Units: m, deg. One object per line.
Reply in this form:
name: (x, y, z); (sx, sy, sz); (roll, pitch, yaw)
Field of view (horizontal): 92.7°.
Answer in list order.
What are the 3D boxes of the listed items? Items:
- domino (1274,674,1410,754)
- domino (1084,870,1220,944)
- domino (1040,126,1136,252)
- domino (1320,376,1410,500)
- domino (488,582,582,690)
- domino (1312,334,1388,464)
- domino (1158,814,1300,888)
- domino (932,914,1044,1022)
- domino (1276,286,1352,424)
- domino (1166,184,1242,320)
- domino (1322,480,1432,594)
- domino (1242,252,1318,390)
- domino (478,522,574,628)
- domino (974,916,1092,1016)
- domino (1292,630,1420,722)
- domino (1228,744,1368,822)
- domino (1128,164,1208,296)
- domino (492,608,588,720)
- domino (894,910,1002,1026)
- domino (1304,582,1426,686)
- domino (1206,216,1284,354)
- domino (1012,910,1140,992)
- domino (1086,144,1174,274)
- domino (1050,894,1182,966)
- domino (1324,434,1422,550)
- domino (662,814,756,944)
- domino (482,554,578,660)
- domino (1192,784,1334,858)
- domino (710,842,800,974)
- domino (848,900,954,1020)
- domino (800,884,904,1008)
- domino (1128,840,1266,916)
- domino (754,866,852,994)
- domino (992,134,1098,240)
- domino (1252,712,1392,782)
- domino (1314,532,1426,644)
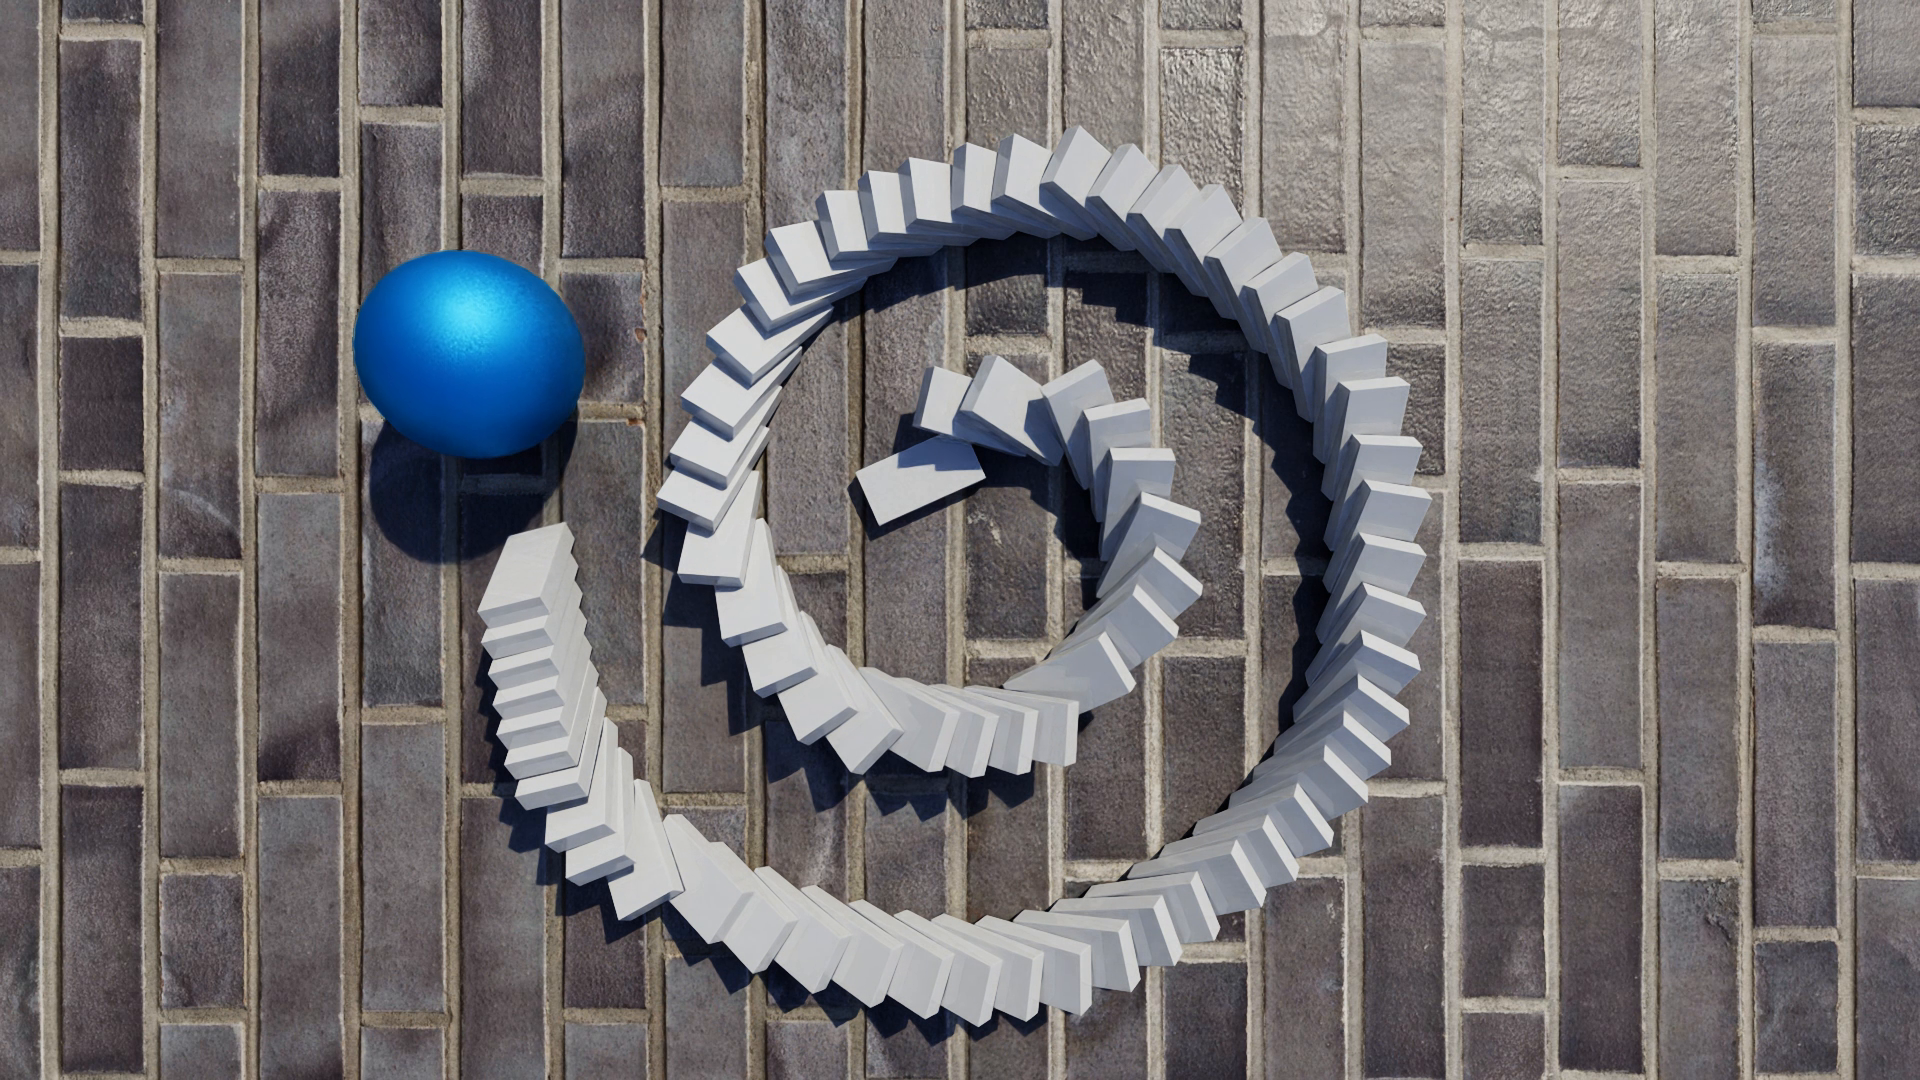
domino: (0.158, 0.080, 0.382); (0.025, 0.010, 0.050); (35, 126, 0)
domino: (0.079, 0.155, 0.383); (0.050, 0.010, 0.025); (-22, 90, 32)
domino: (0.059, -0.145, 0.382); (0.050, 0.009, 0.025); (27, 88, -32)
domino: (0.168, -0.042, 0.382); (0.025, 0.010, 0.050); (-6, 121, -4)
domino: (-0.174, 0.038, 0.377); (0.025, 0.050, 0.010); (-15, 128, 0)
domino: (0.162, -0.058, 0.383); (0.025, 0.009, 0.050); (-12, 121, -1)
domino: (0.111, 0.134, 0.382); (0.050, 0.009, 0.025); (-31, 90, 34)
domino: (0.010, 0.177, 0.382); (0.050, 0.009, 0.025); (6, 90, 34)
domino: (0.150, -0.077, 0.382); (0.025, 0.010, 0.050); (-28, 123, -2)
domino: (0.109, -0.119, 0.382); (0.025, 0.010, 0.050); (-47, 122, -3)
domino: (0.173, 0.001, 0.383); (0.025, 0.009, 0.050); (9, 120, -1)
domino: (0.139, -0.091, 0.383); (0.025, 0.009, 0.050); (-33, 121, 0)
domino: (-0.178, 0.014, 0.377); (0.025, 0.050, 0.010); (-14, 128, 0)
domino: (0.030, 0.176, 0.382); (0.050, 0.009, 0.025); (1, 93, 34)
domino: (0.164, 0.062, 0.381); (0.025, 0.010, 0.050); (24, 126, -1)
domino: (0.140, 0.107, 0.381); (0.025, 0.010, 0.050); (44, 125, -3)
domino: (0.095, -0.128, 0.383); (0.050, 0.010, 0.025); (38, 90, -32)
domino: (-0.172, 0.050, 0.377); (0.025, 0.050, 0.010); (-15, 128, 0)
domino: (-0.008, 0.177, 0.382); (0.050, 0.009, 0.025); (13, 92, 34)
domino: (0.169, 0.044, 0.384); (0.025, 0.010, 0.050); (19, 120, 0)
domino: (0.125, -0.106, 0.383); (0.025, 0.009, 0.050); (-41, 122, -1)
domino: (0.048, 0.170, 0.381); (0.050, 0.009, 0.025); (-10, 93, 35)
domino: (0.078, -0.138, 0.383); (0.050, 0.010, 0.025); (33, 90, -32)
domino: (0.064, 0.163, 0.381); (0.050, 0.009, 0.025); (-19, 92, 36)
domino: (0.172, -0.019, 0.383); (0.025, 0.009, 0.050); (3, 120, 0)
domino: (-0.111, 0.141, 0.385); (0.050, 0.009, 0.025); (34, 90, 26)
domino: (-0.176, 0.026, 0.377); (0.025, 0.050, 0.010); (-14, 128, 0)
domino: (0.125, 0.122, 0.382); (0.050, 0.009, 0.025); (-36, 91, 35)
domino: (-0.093, 0.153, 0.385); (0.050, 0.010, 0.025); (33, 90, 27)
domino: (-0.028, 0.174, 0.383); (0.050, 0.010, 0.025); (16, 90, 32)
domino: (-0.050, 0.169, 0.383); (0.050, 0.009, 0.025); (21, 90, 30)
domino: (0.098, 0.144, 0.382); (0.050, 0.009, 0.025); (-29, 91, 34)
domino: (-0.071, 0.162, 0.384); (0.050, 0.009, 0.025); (27, 90, 28)
domino: (0.037, -0.146, 0.382); (0.050, 0.010, 0.025); (10, 87, -34)
domino: (0.150, 0.094, 0.381); (0.025, 0.009, 0.050); (40, 126, -2)
domino: (0.171, 0.023, 0.384); (0.025, 0.010, 0.050); (12, 119, 0)
